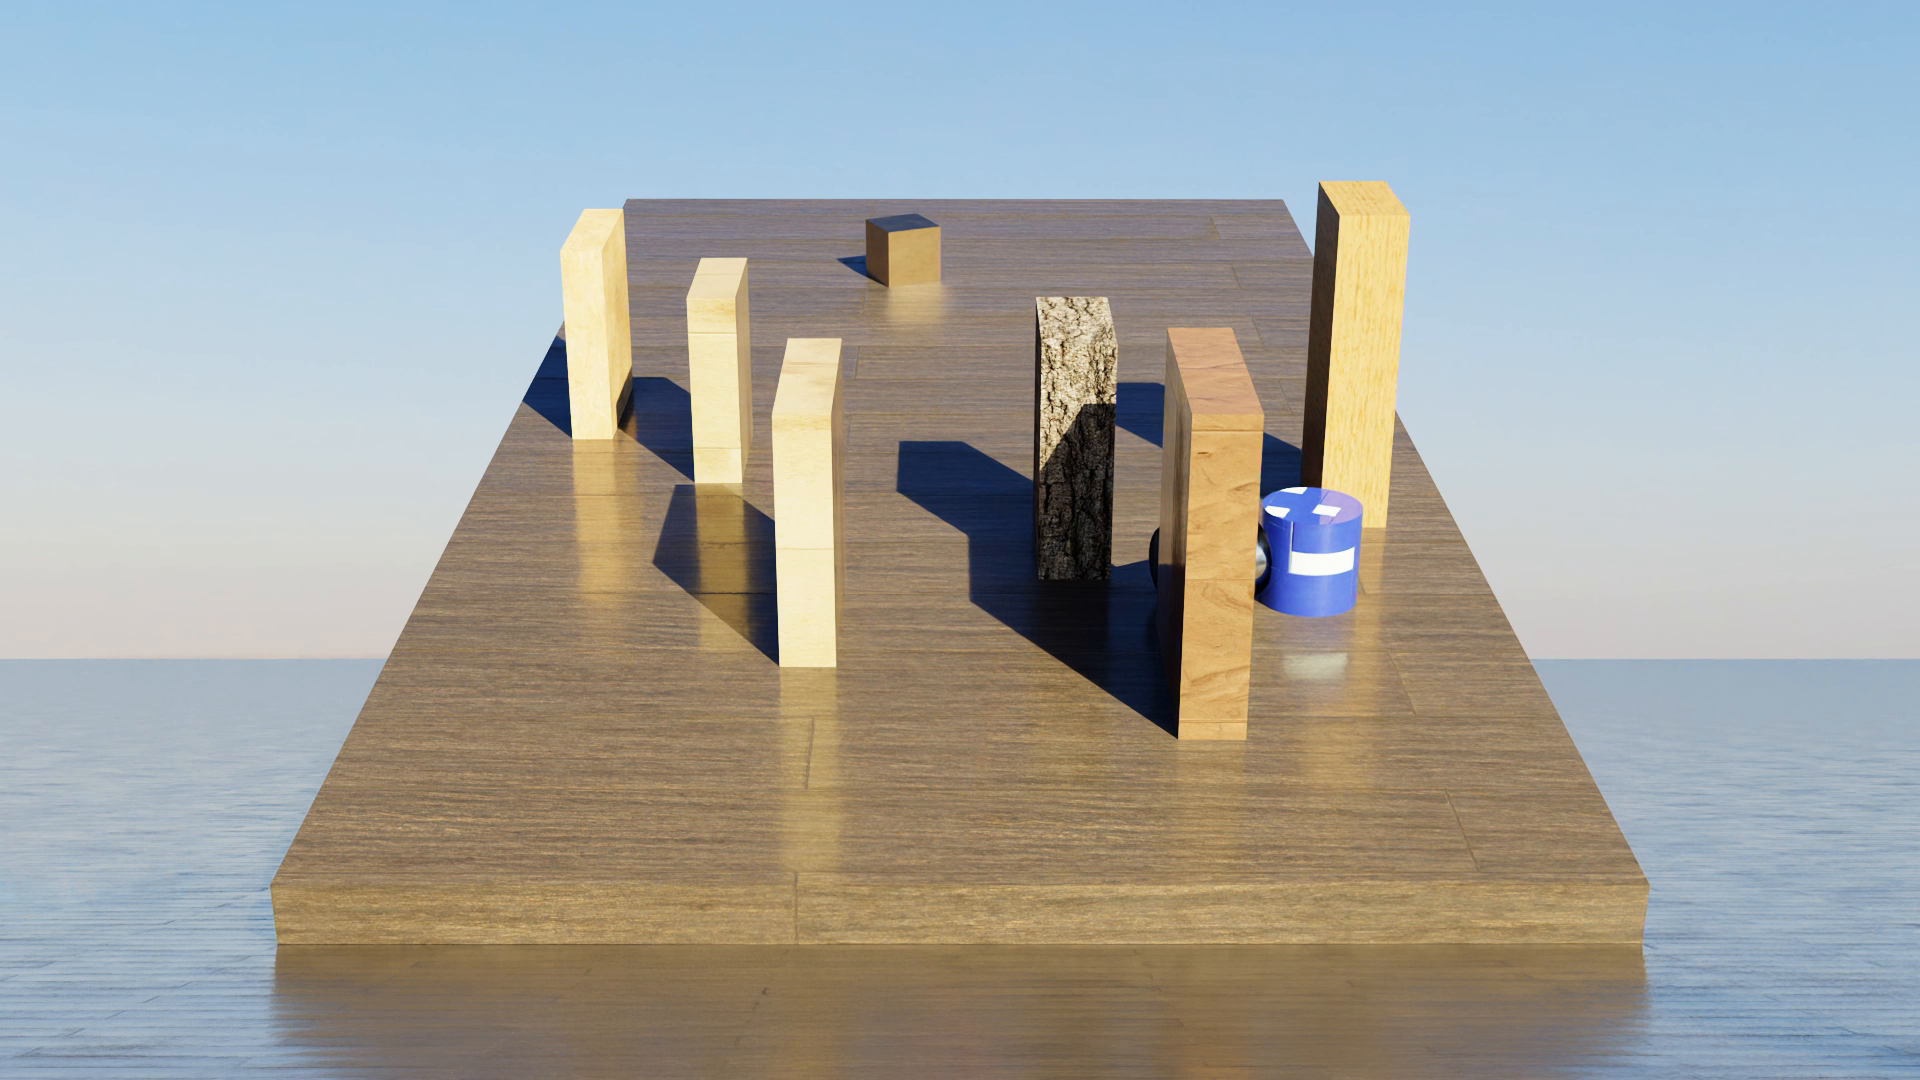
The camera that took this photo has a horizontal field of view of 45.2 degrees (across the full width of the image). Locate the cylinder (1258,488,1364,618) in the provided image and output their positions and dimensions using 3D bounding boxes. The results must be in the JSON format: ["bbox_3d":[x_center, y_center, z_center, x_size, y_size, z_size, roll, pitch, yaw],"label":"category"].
[{"bbox_3d":[0.645,0.022,4.254,0.183,0.183,0.183,0,23,0],"label":"cylinder"}]

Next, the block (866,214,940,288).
[{"bbox_3d":[-0.153,-0.780,6.213,0.152,0.152,0.152,-10,25,-24],"label":"block"}]

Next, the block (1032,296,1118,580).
[{"bbox_3d":[0.216,-0.198,4.413,0.138,0.465,0.300,0,23,0],"label":"block"}]

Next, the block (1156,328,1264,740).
[{"bbox_3d":[0.411,-0.019,3.860,0.110,0.562,0.445,0,23,0],"label":"block"}]

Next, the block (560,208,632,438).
[{"bbox_3d":[-0.808,-0.487,5.150,0.088,0.426,0.353,0,23,0],"label":"block"}]

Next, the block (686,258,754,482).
[{"bbox_3d":[-0.506,-0.362,4.885,0.098,0.401,0.300,0,23,0],"label":"block"}]

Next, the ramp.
[{"bbox_3d":[-0.007,-0.224,5.207,2.000,0.100,4.000,0,23,0],"label":"ramp"}]

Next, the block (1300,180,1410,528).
[{"bbox_3d":[0.784,-0.372,4.608,0.133,0.637,0.272,0,23,0],"label":"block"}]

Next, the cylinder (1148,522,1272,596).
[{"bbox_3d":[0.459,0.038,4.243,0.162,0.162,0.162,-11,2,-26],"label":"cylinder"}]

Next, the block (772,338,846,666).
[{"bbox_3d":[-0.265,-0.074,4.115,0.098,0.463,0.419,0,23,0],"label":"block"}]
